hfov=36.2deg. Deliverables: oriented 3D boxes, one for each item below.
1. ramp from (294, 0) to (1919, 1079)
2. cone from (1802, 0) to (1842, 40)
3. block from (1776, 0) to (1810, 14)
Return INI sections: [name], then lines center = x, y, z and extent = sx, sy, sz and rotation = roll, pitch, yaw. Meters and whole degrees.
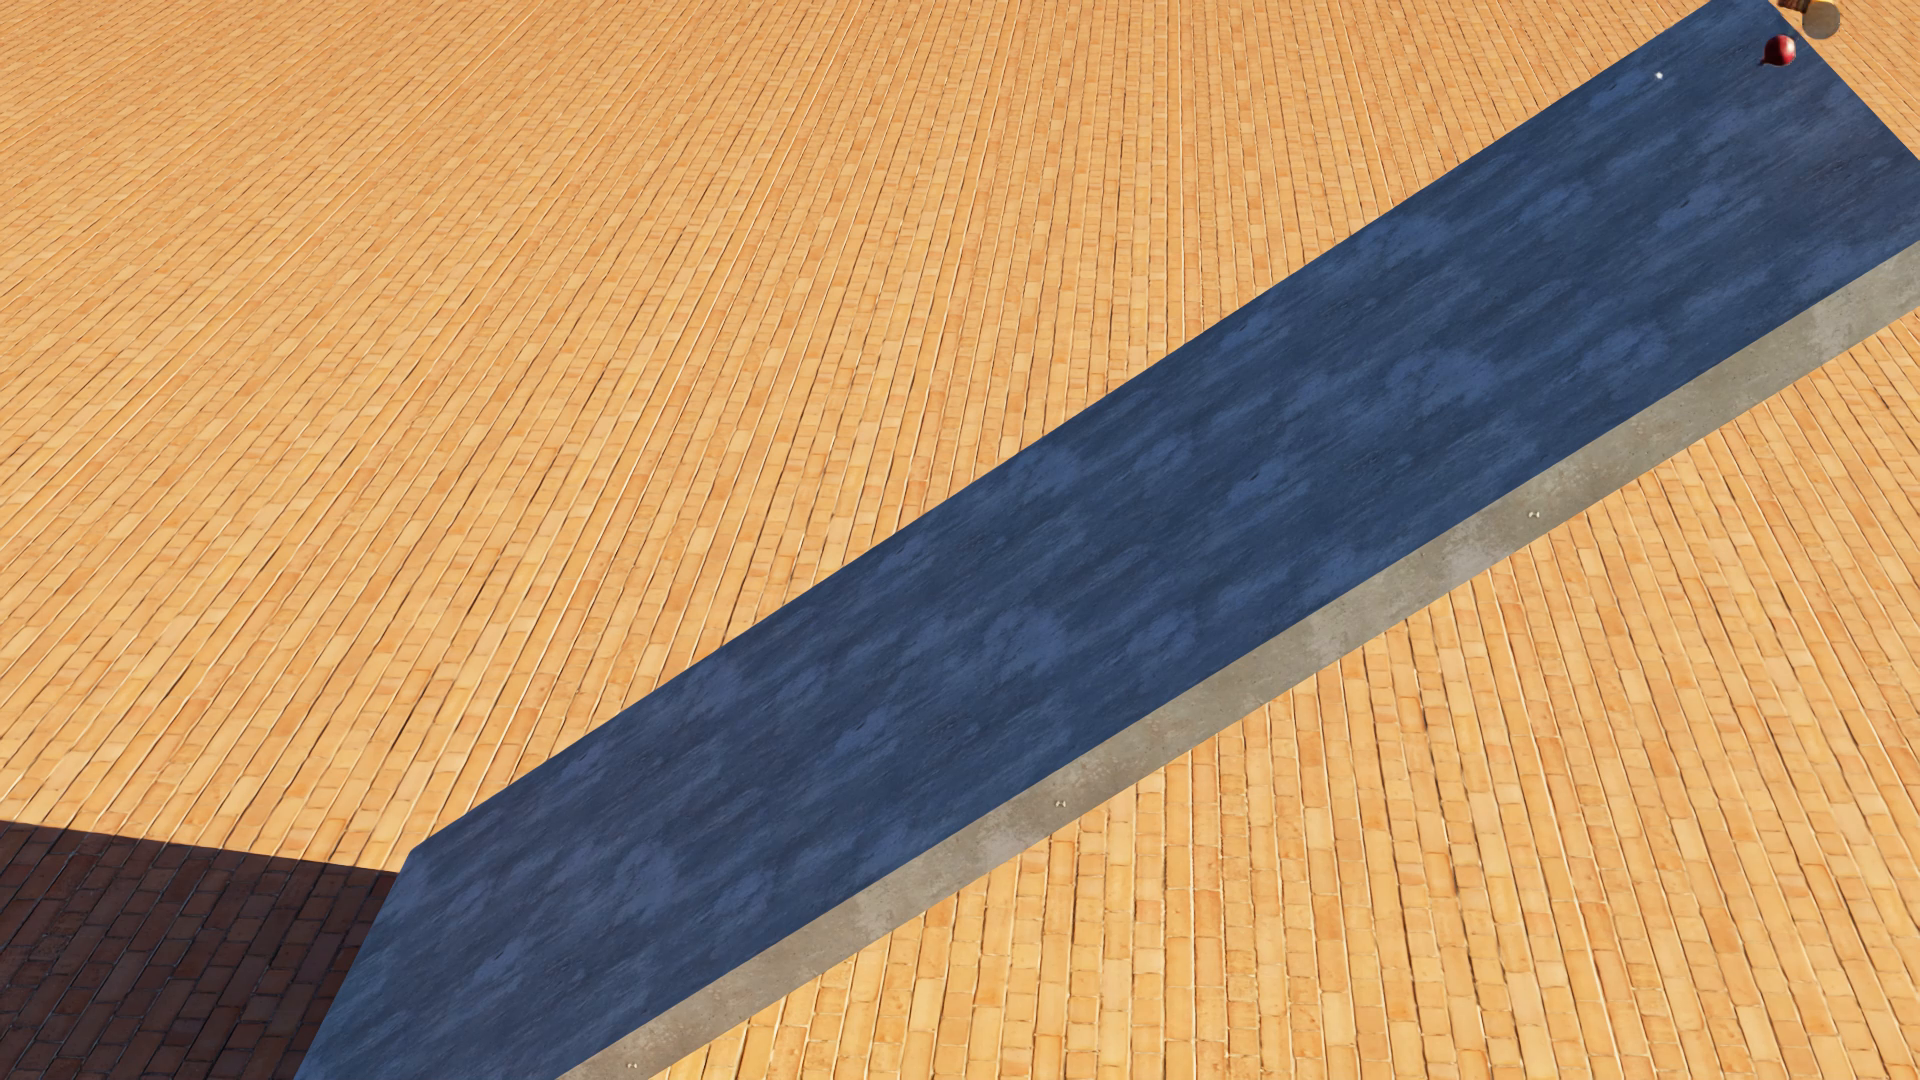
[ramp]
center = 0.134, 0.175, 6.310
extent = 4.000, 0.100, 2.000
rotation = -33, 16, 15
[cone]
center = 1.651, -0.987, 5.616
extent = 0.074, 0.074, 0.074
rotation = 11, 6, 26
[block]
center = 1.583, -1.039, 5.576
extent = 0.055, 0.055, 0.055
rotation = 15, 27, 3
